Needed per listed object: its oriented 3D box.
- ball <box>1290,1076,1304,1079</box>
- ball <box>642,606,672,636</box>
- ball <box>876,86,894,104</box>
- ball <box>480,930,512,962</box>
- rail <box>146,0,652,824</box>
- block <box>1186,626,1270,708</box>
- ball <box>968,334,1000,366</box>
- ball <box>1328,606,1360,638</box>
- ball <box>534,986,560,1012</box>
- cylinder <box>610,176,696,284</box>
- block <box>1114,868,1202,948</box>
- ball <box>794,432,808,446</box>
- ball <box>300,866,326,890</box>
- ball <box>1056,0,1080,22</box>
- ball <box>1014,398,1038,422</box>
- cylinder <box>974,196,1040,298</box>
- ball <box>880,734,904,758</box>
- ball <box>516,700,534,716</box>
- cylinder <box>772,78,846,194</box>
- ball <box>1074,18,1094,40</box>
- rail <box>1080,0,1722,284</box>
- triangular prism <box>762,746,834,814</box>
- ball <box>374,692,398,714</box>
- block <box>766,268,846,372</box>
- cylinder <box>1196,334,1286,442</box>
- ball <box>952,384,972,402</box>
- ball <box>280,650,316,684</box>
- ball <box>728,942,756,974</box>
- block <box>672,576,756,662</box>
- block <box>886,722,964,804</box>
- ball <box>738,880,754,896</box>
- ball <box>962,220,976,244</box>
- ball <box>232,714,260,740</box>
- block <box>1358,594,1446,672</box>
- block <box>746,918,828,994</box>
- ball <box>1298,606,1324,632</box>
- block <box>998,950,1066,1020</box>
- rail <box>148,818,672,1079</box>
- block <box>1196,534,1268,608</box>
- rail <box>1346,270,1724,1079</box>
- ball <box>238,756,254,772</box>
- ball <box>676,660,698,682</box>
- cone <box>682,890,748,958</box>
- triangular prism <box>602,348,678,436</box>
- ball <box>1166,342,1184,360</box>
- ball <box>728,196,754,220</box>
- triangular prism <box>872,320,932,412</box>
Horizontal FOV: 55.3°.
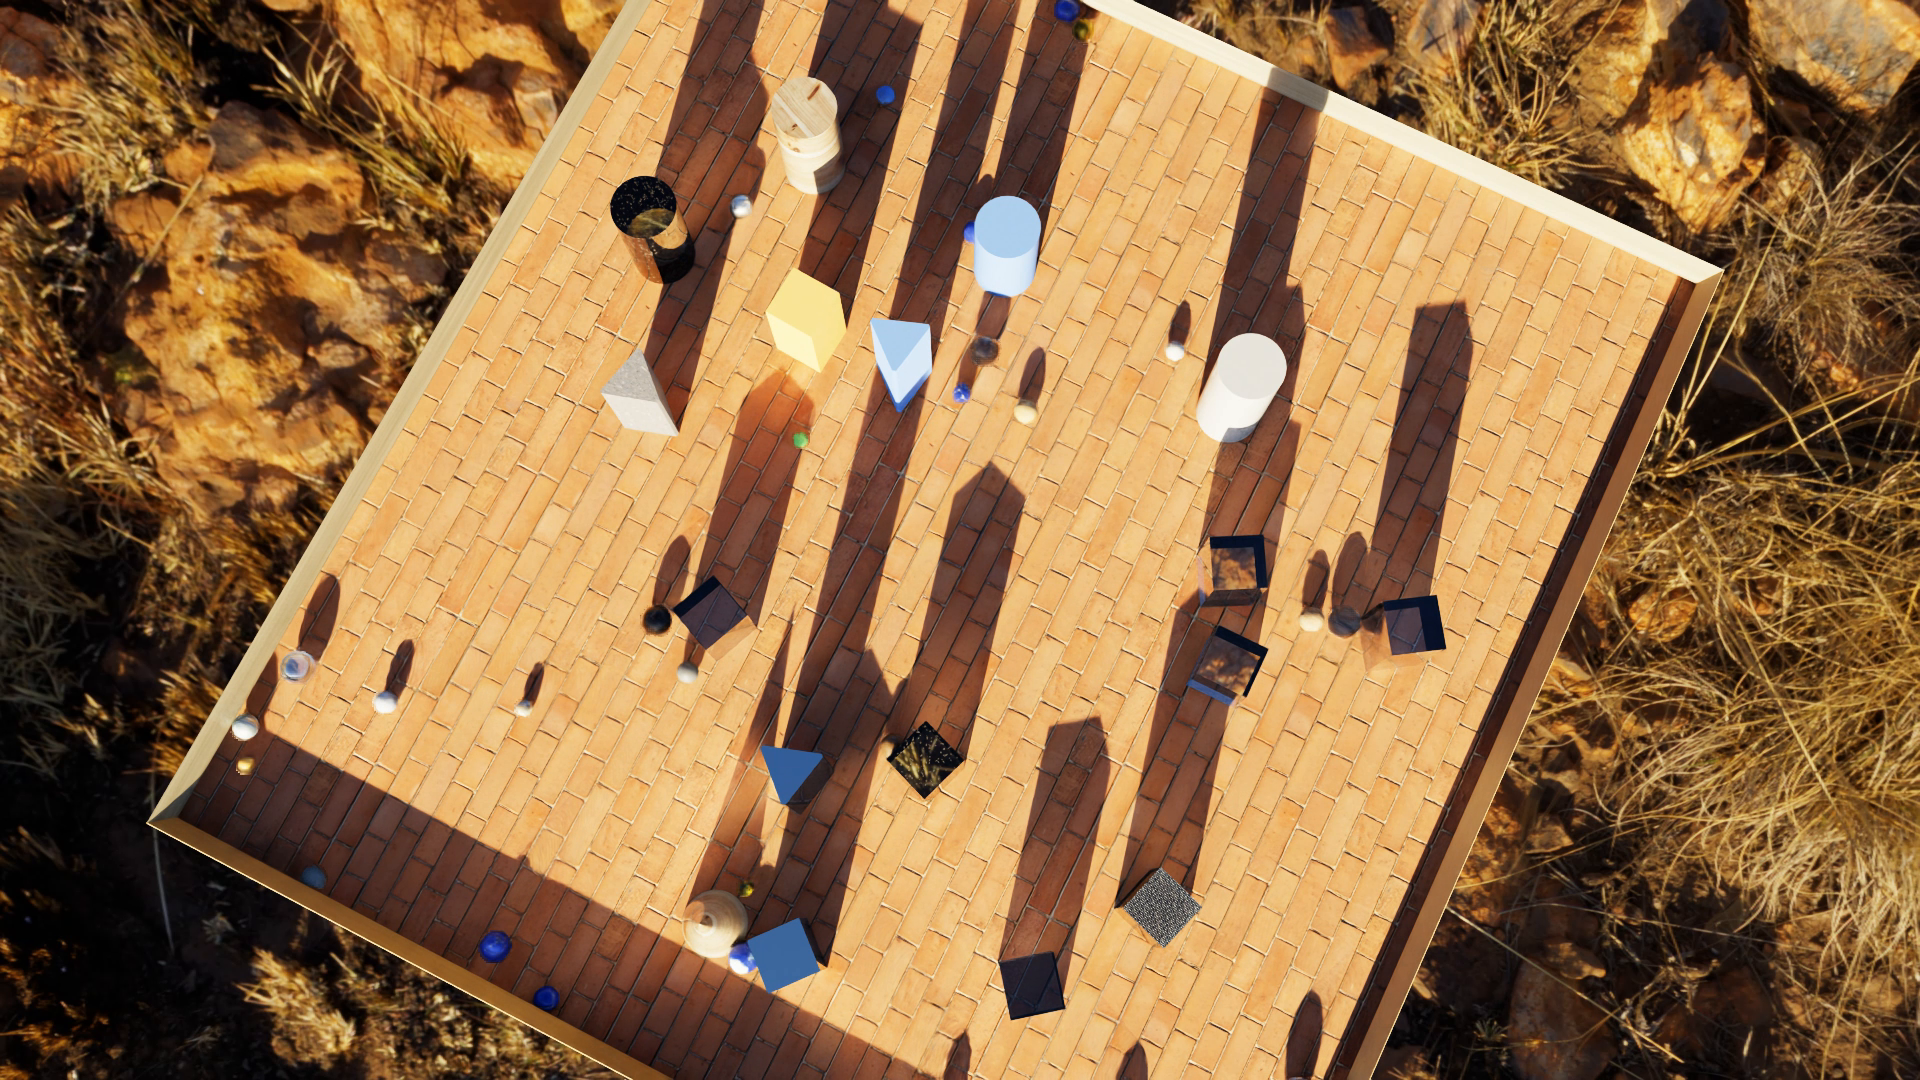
[{"bbox_3d":[0.966,1.585,5.239,0.096,0.096,0.096,0,78,0],"label":"ball"},{"bbox_3d":[-0.912,0.243,5.519,0.092,0.092,0.092,0,78,0],"label":"ball"},{"bbox_3d":[-0.241,-1.428,5.882,0.058,0.058,0.058,0,78,0],"label":"ball"},{"bbox_3d":[-1.349,1.180,5.327,0.088,0.088,0.088,0,78,0],"label":"ball"},{"bbox_3d":[-1.529,-0.742,5.704,0.045,0.128,3.624,26,80,5],"label":"rail"},{"bbox_3d":[0.787,0.376,5.409,0.158,0.254,0.158,26,79,5],"label":"block"},{"bbox_3d":[0.075,-0.590,5.690,0.095,0.095,0.095,0,78,0],"label":"ball"},{"bbox_3d":[1.156,0.248,5.516,0.098,0.098,0.098,0,78,0],"label":"ball"},{"bbox_3d":[-1.197,1.328,5.304,0.074,0.074,0.074,0,78,0],"label":"ball"},{"bbox_3d":[-0.936,-0.944,5.609,0.197,0.397,0.197,0,78,0],"label":"cylinder"},{"bbox_3d":[0.563,1.053,5.244,0.158,0.303,0.158,43,82,8],"label":"block"},{"bbox_3d":[-0.491,-0.311,5.657,0.046,0.046,0.046,0,78,0],"label":"ball"},{"bbox_3d":[-1.898,0.991,5.376,0.069,0.069,0.069,0,78,0],"label":"ball"},{"bbox_3d":[0.349,-1.716,5.932,0.077,0.077,0.077,0,78,0],"label":"ball"},{"bbox_3d":[0.202,-0.400,5.662,0.074,0.074,0.074,0,78,0],"label":"ball"},{"bbox_3d":[0.142,-0.897,5.625,0.197,0.347,0.197,0,78,0],"label":"cylinder"},{"bbox_3d":[-0.201,0.613,5.452,0.074,0.074,0.074,0,78,0],"label":"ball"},{"bbox_3d":[-1.303,0.503,5.487,0.049,0.049,0.049,0,78,0],"label":"ball"},{"bbox_3d":[-0.464,-1.242,5.656,0.197,0.426,0.197,0,78,0],"label":"cylinder"},{"bbox_3d":[0.402,-1.649,5.923,0.069,0.069,0.069,0,78,0],"label":"ball"},{"bbox_3d":[0.800,-1.560,5.873,3.467,0.128,0.045,26,80,5],"label":"rail"},{"bbox_3d":[-0.485,0.658,5.231,0.148,0.489,0.171,38,81,7],"label":"triangular prism"},{"bbox_3d":[-1.716,0.485,5.482,0.067,0.067,0.067,0,78,0],"label":"ball"},{"bbox_3d":[-0.464,-0.664,5.572,0.158,0.357,0.158,30,80,6],"label":"block"},{"bbox_3d":[0.833,-0.447,5.463,0.197,0.481,0.197,0,78,0],"label":"cylinder"},{"bbox_3d":[0.007,-0.457,5.682,0.058,0.058,0.058,0,78,0],"label":"ball"},{"bbox_3d":[-1.981,0.381,5.487,0.099,0.099,0.099,0,78,0],"label":"ball"},{"bbox_3d":[-0.627,1.213,5.319,0.091,0.091,0.091,0,78,0],"label":"ball"},{"bbox_3d":[-0.727,0.235,5.444,0.158,0.243,0.158,-40,81,-8],"label":"block"},{"bbox_3d":[-0.099,0.652,5.335,0.158,0.287,0.158,-43,82,-8],"label":"block"},{"bbox_3d":[-0.628,1.021,5.382,0.046,0.046,0.046,0,78,0],"label":"ball"},{"bbox_3d":[0.045,-0.971,5.780,0.073,0.073,0.073,0,78,0],"label":"ball"},{"bbox_3d":[-2.129,0.555,5.463,0.076,0.076,0.076,0,78,0],"label":"ball"},{"bbox_3d":[1.293,0.277,5.384,0.158,0.343,0.158,-7,78,-1],"label":"block"},{"bbox_3d":[-0.491,1.184,5.231,0.158,0.274,0.158,-23,79,-5],"label":"block"},{"bbox_3d":[1.060,0.239,5.529,0.075,0.075,0.075,0,78,0],"label":"ball"},{"bbox_3d":[0.202,1.270,5.233,0.158,0.237,0.158,-11,79,-2],"label":"block"},{"bbox_3d":[-0.800,1.573,5.225,3.467,0.128,0.045,26,80,5],"label":"rail"},{"bbox_3d":[0.806,0.095,5.445,0.158,0.297,0.158,-3,78,-1],"label":"block"},{"bbox_3d":[1.529,0.756,5.394,0.045,0.128,3.624,26,80,5],"label":"rail"},{"bbox_3d":[-2.124,0.668,5.454,0.048,0.048,0.048,0,78,0],"label":"ball"},{"bbox_3d":[-0.818,0.395,5.501,0.066,0.066,0.066,0,78,0],"label":"ball"},{"bbox_3d":[-0.720,1.093,5.221,0.197,0.332,0.197,0,78,0],"label":"cone"},{"bbox_3d":[-0.946,-0.449,5.513,0.171,0.384,0.148,9,78,2],"label":"triangular prism"},{"bbox_3d":[0.670,-0.588,5.708,0.060,0.060,0.060,0,78,0],"label":"ball"},{"bbox_3d":[-0.693,-1.052,5.796,0.076,0.076,0.076,0,78,0],"label":"ball"},{"bbox_3d":[-0.198,-0.551,5.506,0.148,0.440,0.171,36,81,7],"label":"triangular prism"}]
